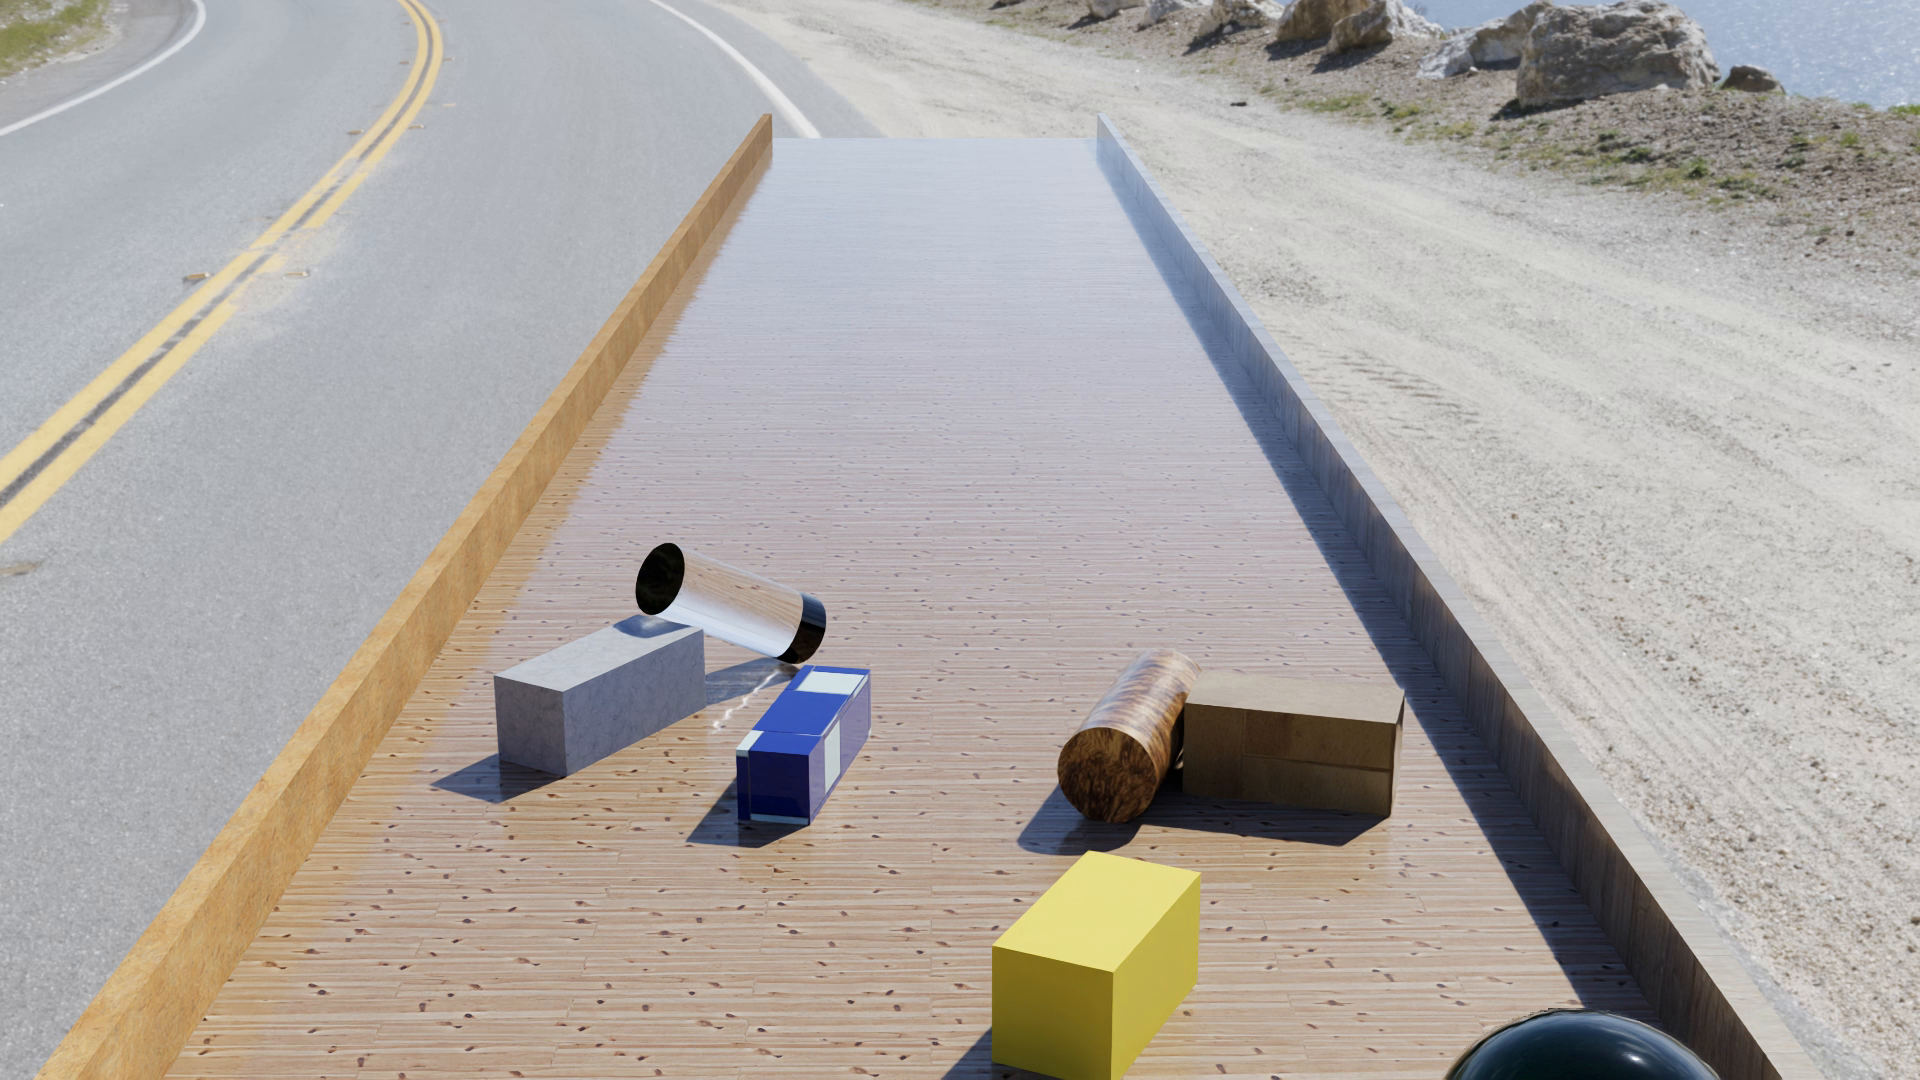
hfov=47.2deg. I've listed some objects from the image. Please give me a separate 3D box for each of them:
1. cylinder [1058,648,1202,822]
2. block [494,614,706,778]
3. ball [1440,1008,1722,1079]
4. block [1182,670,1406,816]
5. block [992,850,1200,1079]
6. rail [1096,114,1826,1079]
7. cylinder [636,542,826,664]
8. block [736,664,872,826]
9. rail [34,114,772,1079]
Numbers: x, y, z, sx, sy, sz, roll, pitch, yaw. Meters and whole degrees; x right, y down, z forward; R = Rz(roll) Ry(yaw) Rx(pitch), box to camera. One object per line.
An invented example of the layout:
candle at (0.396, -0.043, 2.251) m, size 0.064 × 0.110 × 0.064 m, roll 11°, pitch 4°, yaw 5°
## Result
cylinder at (0.307, 0.333, 3.811) m, size 0.169 × 0.169 × 0.409 m, roll 5°, pitch 17°, yaw 18°
block at (-0.650, 0.278, 4.015) m, size 0.159 × 0.159 × 0.396 m, roll 10°, pitch 19°, yaw 30°
ball at (0.660, 0.678, 2.317) m, size 0.360 × 0.360 × 0.360 m, roll 0°, pitch 17°, yaw 0°
block at (0.573, 0.346, 3.774) m, size 0.353 × 0.166 × 0.166 m, roll 5°, pitch 17°, yaw 15°
block at (0.189, 0.577, 2.989) m, size 0.170 × 0.170 × 0.326 m, roll 8°, pitch 18°, yaw 25°
rail at (0.932, -0.844, 7.801) m, size 0.050 × 0.150 × 12.000 m, roll 0°, pitch 17°, yaw -1°
cylinder at (-0.442, 0.127, 4.276) m, size 0.370 × 0.143 × 0.143 m, roll 23°, pitch -3°, yaw -43°
block at (-0.266, 0.350, 3.831) m, size 0.125 × 0.125 × 0.419 m, roll 3°, pitch 17°, yaw 11°
rail at (-1.118, -0.838, 7.780) m, size 0.050 × 0.150 × 12.000 m, roll 0°, pitch 17°, yaw -1°
